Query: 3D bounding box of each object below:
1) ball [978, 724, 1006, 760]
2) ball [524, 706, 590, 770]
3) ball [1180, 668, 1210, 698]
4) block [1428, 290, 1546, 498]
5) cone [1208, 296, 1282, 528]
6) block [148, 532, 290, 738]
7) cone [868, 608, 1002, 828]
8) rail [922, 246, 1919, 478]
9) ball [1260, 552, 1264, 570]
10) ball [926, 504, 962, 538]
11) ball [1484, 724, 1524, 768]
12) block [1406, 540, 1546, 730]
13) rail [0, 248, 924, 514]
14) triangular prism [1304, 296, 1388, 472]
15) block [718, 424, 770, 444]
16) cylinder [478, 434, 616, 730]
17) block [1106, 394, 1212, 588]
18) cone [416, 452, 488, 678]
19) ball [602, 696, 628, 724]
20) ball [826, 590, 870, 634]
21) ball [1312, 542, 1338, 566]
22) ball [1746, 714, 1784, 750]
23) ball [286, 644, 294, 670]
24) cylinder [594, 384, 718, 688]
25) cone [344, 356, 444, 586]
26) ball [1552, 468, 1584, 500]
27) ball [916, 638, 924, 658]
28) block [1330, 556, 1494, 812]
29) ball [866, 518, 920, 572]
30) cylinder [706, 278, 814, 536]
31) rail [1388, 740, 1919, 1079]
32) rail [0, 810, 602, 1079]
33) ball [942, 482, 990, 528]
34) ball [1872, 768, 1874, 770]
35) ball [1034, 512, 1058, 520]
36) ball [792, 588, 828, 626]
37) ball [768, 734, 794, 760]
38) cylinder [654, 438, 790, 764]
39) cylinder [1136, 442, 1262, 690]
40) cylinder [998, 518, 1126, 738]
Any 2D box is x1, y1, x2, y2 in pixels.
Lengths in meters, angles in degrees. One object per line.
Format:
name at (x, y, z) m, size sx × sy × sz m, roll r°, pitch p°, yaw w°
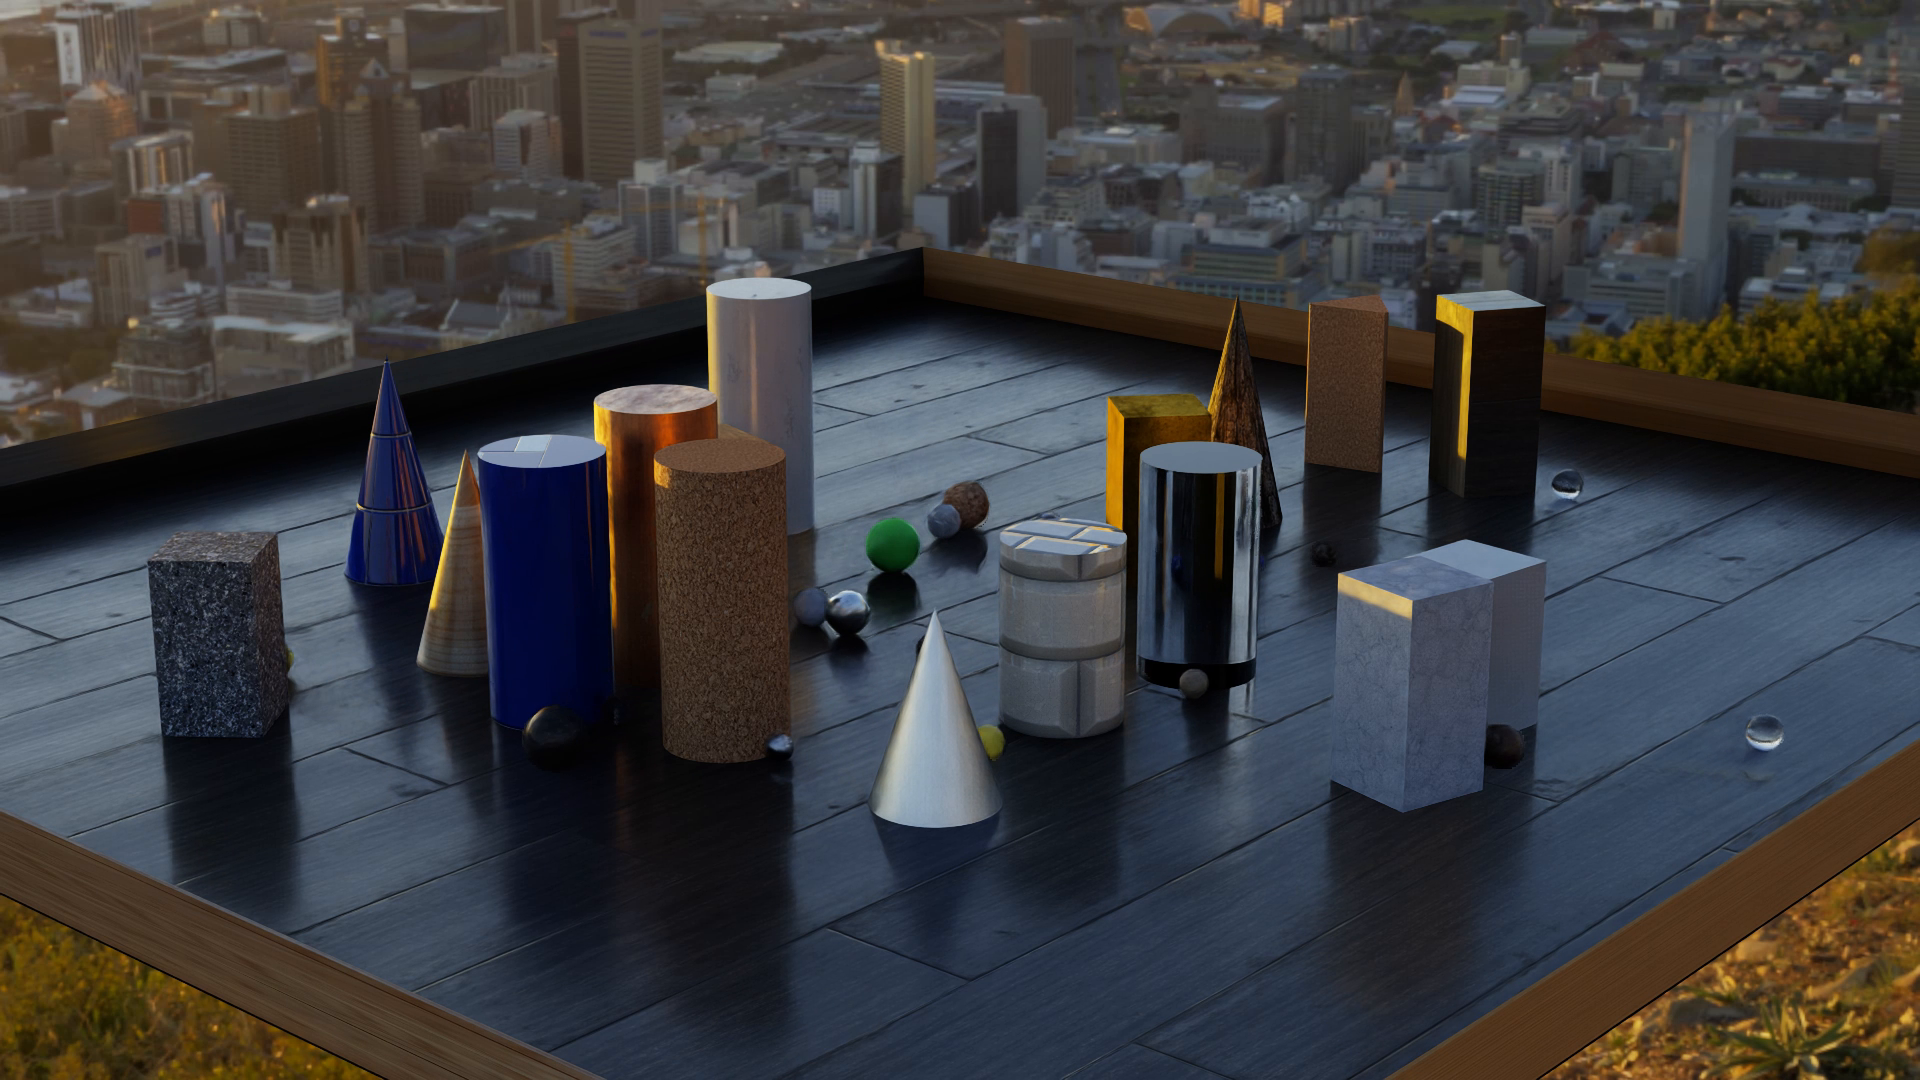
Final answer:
ball at (0.042, 0.301, 4.362) m, size 0.051 × 0.051 × 0.051 m, roll 0°, pitch 17°, yaw 0°
ball at (-0.594, 0.291, 4.317) m, size 0.095 × 0.095 × 0.095 m, roll 0°, pitch 17°, yaw 0°
ball at (0.369, 0.225, 4.619) m, size 0.047 × 0.047 × 0.047 m, roll 0°, pitch 17°, yaw 0°
block at (1.033, -0.287, 5.754) m, size 0.155 × 0.373 × 0.155 m, roll -5°, pitch 18°, yaw -17°
cone at (0.519, -0.253, 5.534) m, size 0.194 × 0.434 × 0.194 m, roll 0°, pitch 17°, yaw 0°
block at (-1.133, 0.143, 4.489) m, size 0.155 × 0.279 × 0.155 m, roll 1°, pitch 17°, yaw 2°
cone at (-0.035, 0.235, 4.161) m, size 0.194 × 0.293 × 0.194 m, roll 0°, pitch 17°, yaw 0°
rail at (1.178, -0.360, 6.419) m, size 3.414 × 0.126 × 0.045 m, roll 14°, pitch 22°, yaw 39°
ball at (0.519, 0.037, 5.239) m, size 0.049 × 0.049 × 0.049 m, roll 0°, pitch 17°, yaw 0°
ball at (-0.030, -0.035, 5.450) m, size 0.065 × 0.065 × 0.065 m, roll 0°, pitch 17°, yaw 0°
ball at (0.799, 0.304, 4.329) m, size 0.064 × 0.064 × 0.064 m, roll 0°, pitch 17°, yaw 0°
block at (0.778, 0.155, 4.478) m, size 0.155 × 0.262 × 0.155 m, roll -15°, pitch 22°, yaw -40°
rail at (-1.271, -0.287, 6.177) m, size 0.045 × 0.126 × 3.641 m, roll 14°, pitch 22°, yaw 39°
triangular prism at (0.810, -0.323, 5.948) m, size 0.168 × 0.328 × 0.145 m, roll 10°, pitch 19°, yaw 29°
block at (-0.422, -0.015, 4.943) m, size 0.155 × 0.319 × 0.155 m, roll -11°, pitch 20°, yaw -32°
cylinder at (-0.633, 0.065, 4.506) m, size 0.194 × 0.418 × 0.194 m, roll 0°, pitch 17°, yaw 0°
block at (0.350, -0.088, 5.203) m, size 0.155 × 0.310 × 0.155 m, roll -2°, pitch 17°, yaw -7°
cone at (-0.793, 0.023, 4.755) m, size 0.194 × 0.355 × 0.194 m, roll 0°, pitch 17°, yaw 0°
ball at (-0.530, 0.262, 4.507) m, size 0.041 × 0.041 × 0.041 m, roll 0°, pitch 17°, yaw 0°
ball at (-0.188, 0.122, 4.913) m, size 0.075 × 0.075 × 0.075 m, roll 0°, pitch 17°, yaw 0°
ball at (0.658, 0.025, 5.284) m, size 0.045 × 0.045 × 0.045 m, roll 0°, pitch 17°, yaw 0°
ball at (1.206, 0.288, 4.396) m, size 0.055 × 0.055 × 0.055 m, roll 0°, pitch 17°, yaw 0°
ball at (-1.101, 0.190, 4.720) m, size 0.055 × 0.055 × 0.055 m, roll 0°, pitch 17°, yaw 0°
cylinder at (-0.480, -0.008, 4.694) m, size 0.194 × 0.449 × 0.194 m, roll 0°, pitch 17°, yaw 0°
cone at (-1.008, -0.136, 5.210) m, size 0.194 × 0.397 × 0.194 m, roll 0°, pitch 17°, yaw 0°
ball at (1.182, -0.108, 5.702) m, size 0.060 × 0.060 × 0.060 m, roll 0°, pitch 17°, yaw 0°
ball at (-0.047, 0.180, 4.759) m, size 0.052 × 0.052 × 0.052 m, roll 0°, pitch 17°, yaw 0°
block at (0.649, 0.205, 4.221) m, size 0.155 × 0.316 × 0.155 m, roll -11°, pitch 20°, yaw -33°
ball at (-0.121, 0.010, 5.247) m, size 0.097 × 0.097 × 0.097 m, roll 0°, pitch 17°, yaw 0°
cylinder at (-0.372, -0.249, 5.487) m, size 0.194 × 0.453 × 0.194 m, roll 0°, pitch 17°, yaw 0°
rail at (1.271, 0.350, 4.064) m, size 0.045 × 0.126 × 3.641 m, roll 14°, pitch 22°, yaw 39°
rail at (-1.178, 0.423, 3.821) m, size 3.414 × 0.126 × 0.045 m, roll 14°, pitch 22°, yaw 39°
ball at (0.011, -0.066, 5.513) m, size 0.088 × 0.088 × 0.088 m, roll 0°, pitch 17°, yaw 0°
ball at (1.319, 0.351, 4.181) m, size 0.059 × 0.059 × 0.059 m, roll 0°, pitch 17°, yaw 0°
ball at (0.159, -0.017, 5.389) m, size 0.066 × 0.066 × 0.066 m, roll 0°, pitch 17°, yaw 0°
ball at (-0.251, 0.114, 4.959) m, size 0.064 × 0.064 × 0.064 m, roll 0°, pitch 17°, yaw 0°
ball at (-0.266, 0.308, 4.357) m, size 0.040 × 0.040 × 0.040 m, roll 0°, pitch 17°, yaw 0°
cylinder at (-0.353, 0.089, 4.378) m, size 0.194 × 0.447 × 0.194 m, roll 0°, pitch 17°, yaw 0°
cylinder at (0.382, 0.040, 4.695) m, size 0.194 × 0.358 × 0.194 m, roll 0°, pitch 17°, yaw 0°
cylinder at (0.157, 0.134, 4.499) m, size 0.194 × 0.291 × 0.194 m, roll 0°, pitch 17°, yaw 0°
